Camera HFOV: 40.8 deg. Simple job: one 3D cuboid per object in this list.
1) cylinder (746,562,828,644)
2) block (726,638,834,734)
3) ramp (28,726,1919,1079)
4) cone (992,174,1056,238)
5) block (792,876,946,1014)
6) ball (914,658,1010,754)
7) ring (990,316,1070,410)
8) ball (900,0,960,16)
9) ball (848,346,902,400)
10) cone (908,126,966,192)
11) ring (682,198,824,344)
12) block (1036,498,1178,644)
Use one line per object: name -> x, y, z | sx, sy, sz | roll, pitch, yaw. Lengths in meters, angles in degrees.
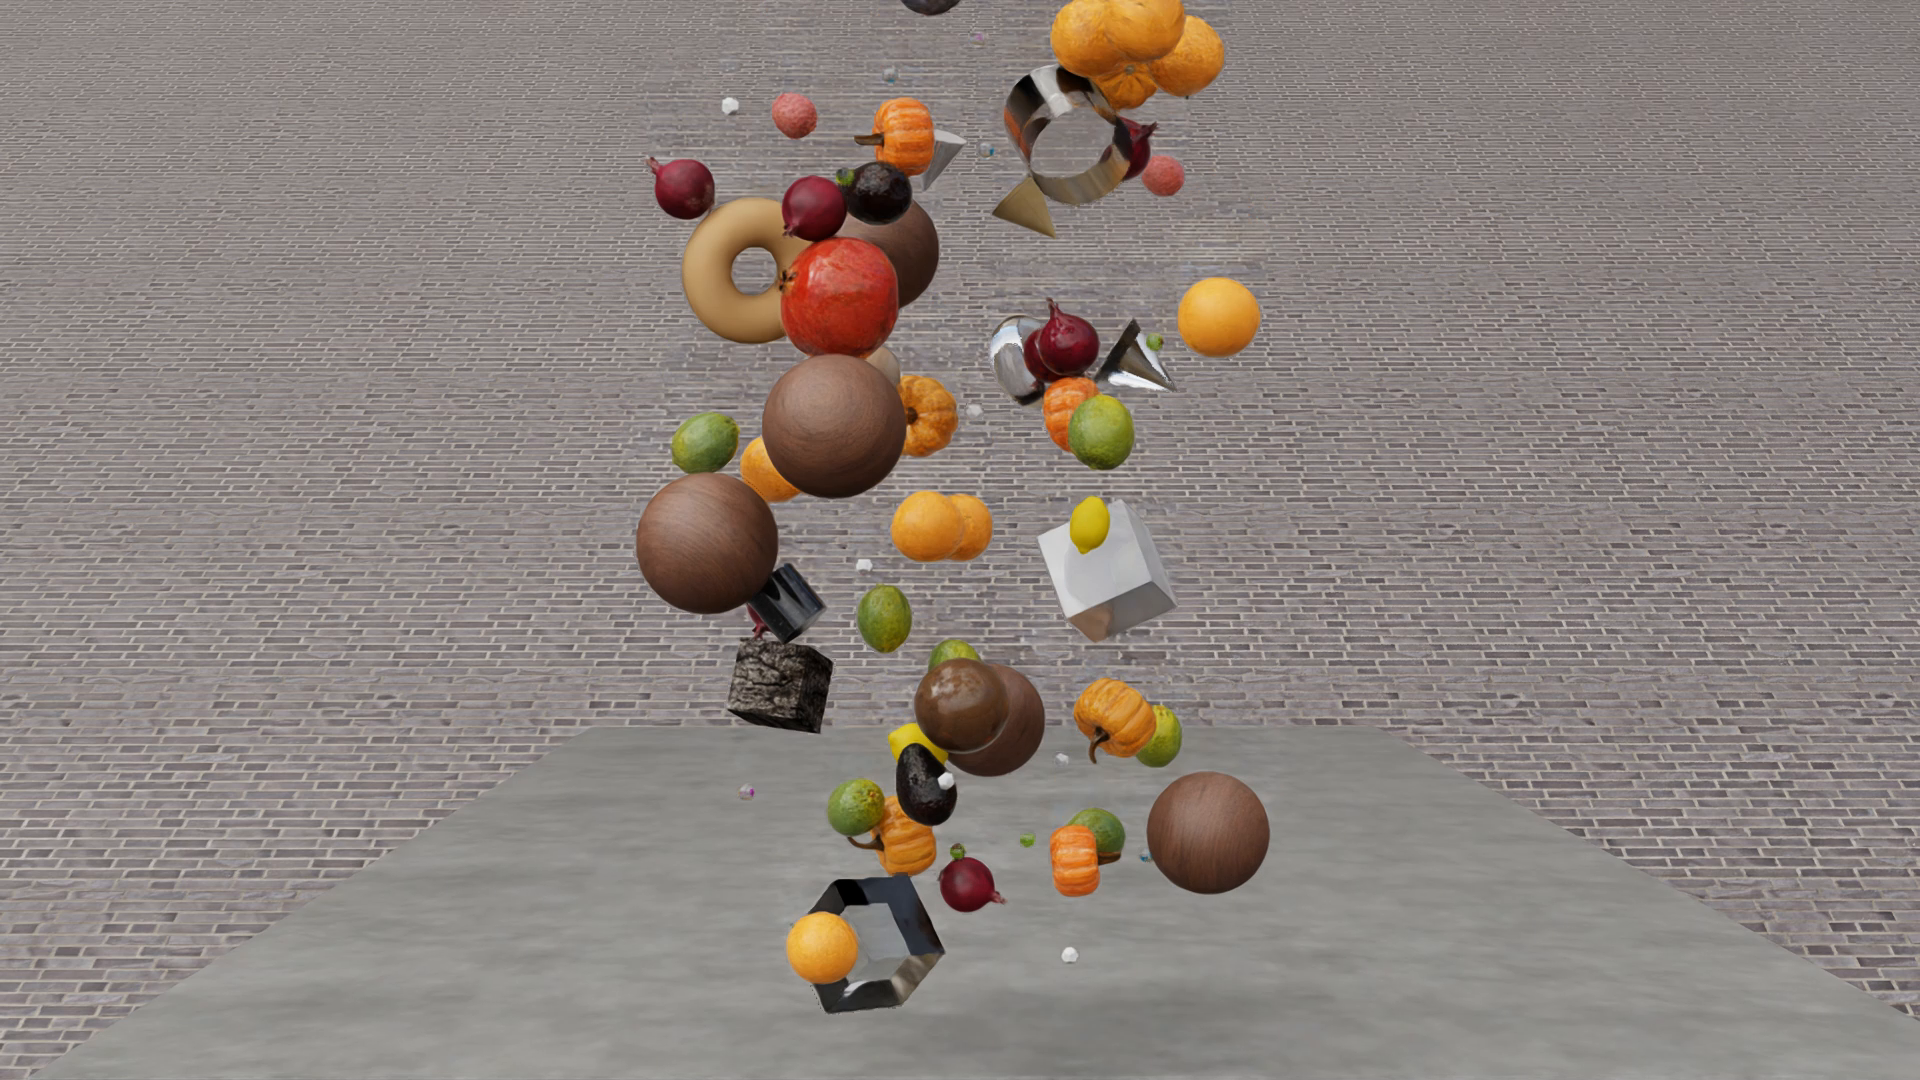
cylinder -> -0.164, 0.060, 2.444 | 0.055, 0.055, 0.055 | 50, 43, 6
block -> -0.180, 0.146, 2.591 | 0.074, 0.074, 0.074 | 6, -13, 18
ramp -> 0.062, 0.557, 4.595 | 2.000, 0.100, 4.000 | 0, 1, 0
cone -> 0.075, -0.321, 2.560 | 0.062, 0.062, 0.062 | 47, 38, 2
block -> -0.096, 0.423, 2.708 | 0.098, 0.098, 0.098 | 2, 47, -39
ball -> 0.002, 0.172, 2.688 | 0.100, 0.100, 0.100 | 0, 27, 0
ring -> 0.074, -0.186, 2.716 | 0.036, 0.107, 0.107 | -24, 10, 38
ball -> -0.028, -0.533, 2.442 | 0.071, 0.071, 0.071 | 0, 27, 0
ball -> -0.089, -0.173, 2.670 | 0.056, 0.056, 0.056 | 0, 27, 0
cone -> -0.031, -0.391, 2.687 | 0.063, 0.063, 0.063 | 13, 18, -4
ring -> -0.204, -0.267, 2.562 | 0.146, 0.146, 0.049 | -10, 16, -18
block -> 0.155, 0.033, 2.706 | 0.097, 0.097, 0.097 | -25, 65, 12
